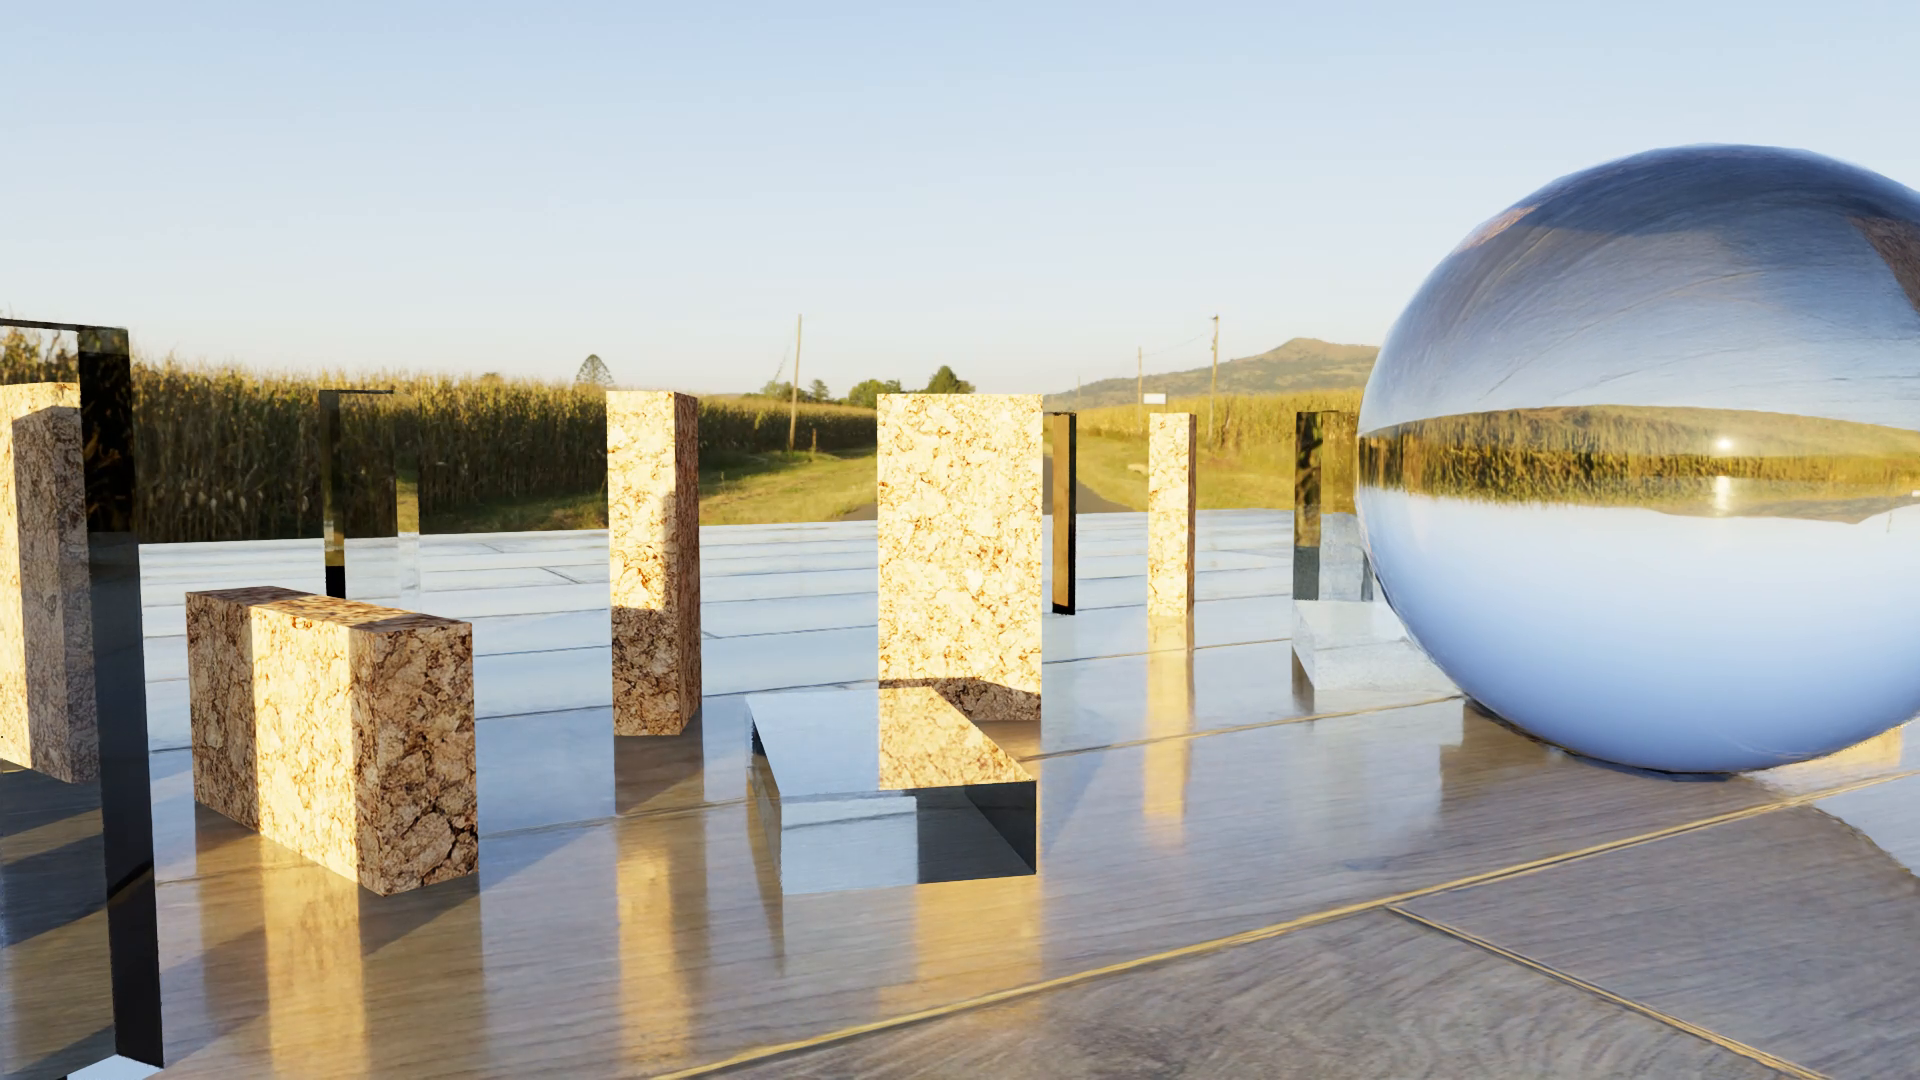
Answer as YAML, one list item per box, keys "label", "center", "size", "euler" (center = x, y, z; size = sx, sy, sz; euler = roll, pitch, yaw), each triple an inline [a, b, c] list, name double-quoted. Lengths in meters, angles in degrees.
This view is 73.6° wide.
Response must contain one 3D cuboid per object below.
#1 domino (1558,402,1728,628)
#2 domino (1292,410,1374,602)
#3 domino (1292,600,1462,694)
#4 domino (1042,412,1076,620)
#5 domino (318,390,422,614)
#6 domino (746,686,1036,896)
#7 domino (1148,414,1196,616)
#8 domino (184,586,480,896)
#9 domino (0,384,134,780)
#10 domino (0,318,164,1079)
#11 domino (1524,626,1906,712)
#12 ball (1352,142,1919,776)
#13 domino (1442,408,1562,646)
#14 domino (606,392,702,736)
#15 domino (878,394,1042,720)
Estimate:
- label: "domino"
  center: [0.126, 0.000, 0.239]
  size: [0.025, 0.050, 0.010]
  euler: [1, 4, 14]
- label: "domino"
  center: [0.090, -0.006, 0.309]
  size: [0.009, 0.050, 0.025]
  euler: [4, 6, 39]
- label: "domino"
  center: [0.078, 0.019, 0.245]
  size: [0.025, 0.010, 0.050]
  euler: [1, 4, 10]
- label: "domino"
  center: [0.016, -0.007, 0.321]
  size: [0.025, 0.050, 0.010]
  euler: [4, 6, 41]
- label: "domino"
  center: [-0.087, 0.003, 0.192]
  size: [0.009, 0.050, 0.025]
  euler: [-1, 4, -17]
- label: "domino"
  center: [-0.010, 0.027, 0.148]
  size: [0.025, 0.010, 0.050]
  euler: [-1, 4, -13]
- label: "domino"
  center: [0.055, -0.007, 0.329]
  size: [0.009, 0.050, 0.025]
  euler: [1, 4, 15]
- label: "domino"
  center: [-0.070, 0.020, 0.140]
  size: [0.050, 0.025, 0.009]
  euler: [4, 6, 41]
- label: "domino"
  center: [-0.123, 0.005, 0.172]
  size: [0.025, 0.050, 0.010]
  euler: [3, 5, 35]
- label: "domino"
  center: [-0.064, 0.012, 0.076]
  size: [0.009, 0.050, 0.025]
  euler: [2, 5, 24]
- label: "domino"
  center: [0.126, 0.021, 0.218]
  size: [0.050, 0.010, 0.025]
  euler: [0, 4, 6]
- label: "ball"
  center: [0.093, -0.010, 0.167]
  size: [0.080, 0.080, 0.080]
  euler: [0, 4, 0]
- label: "domino"
  center: [0.117, -0.003, 0.278]
  size: [0.025, 0.050, 0.009]
  euler: [-3, 5, -32]
- label: "domino"
  center: [-0.047, 0.003, 0.198]
  size: [0.009, 0.050, 0.025]
  euler: [0, 4, -4]
- label: "domino"
  center: [0.000, 0.002, 0.201]
  size: [0.025, 0.050, 0.010]
  euler: [0, 4, 0]
